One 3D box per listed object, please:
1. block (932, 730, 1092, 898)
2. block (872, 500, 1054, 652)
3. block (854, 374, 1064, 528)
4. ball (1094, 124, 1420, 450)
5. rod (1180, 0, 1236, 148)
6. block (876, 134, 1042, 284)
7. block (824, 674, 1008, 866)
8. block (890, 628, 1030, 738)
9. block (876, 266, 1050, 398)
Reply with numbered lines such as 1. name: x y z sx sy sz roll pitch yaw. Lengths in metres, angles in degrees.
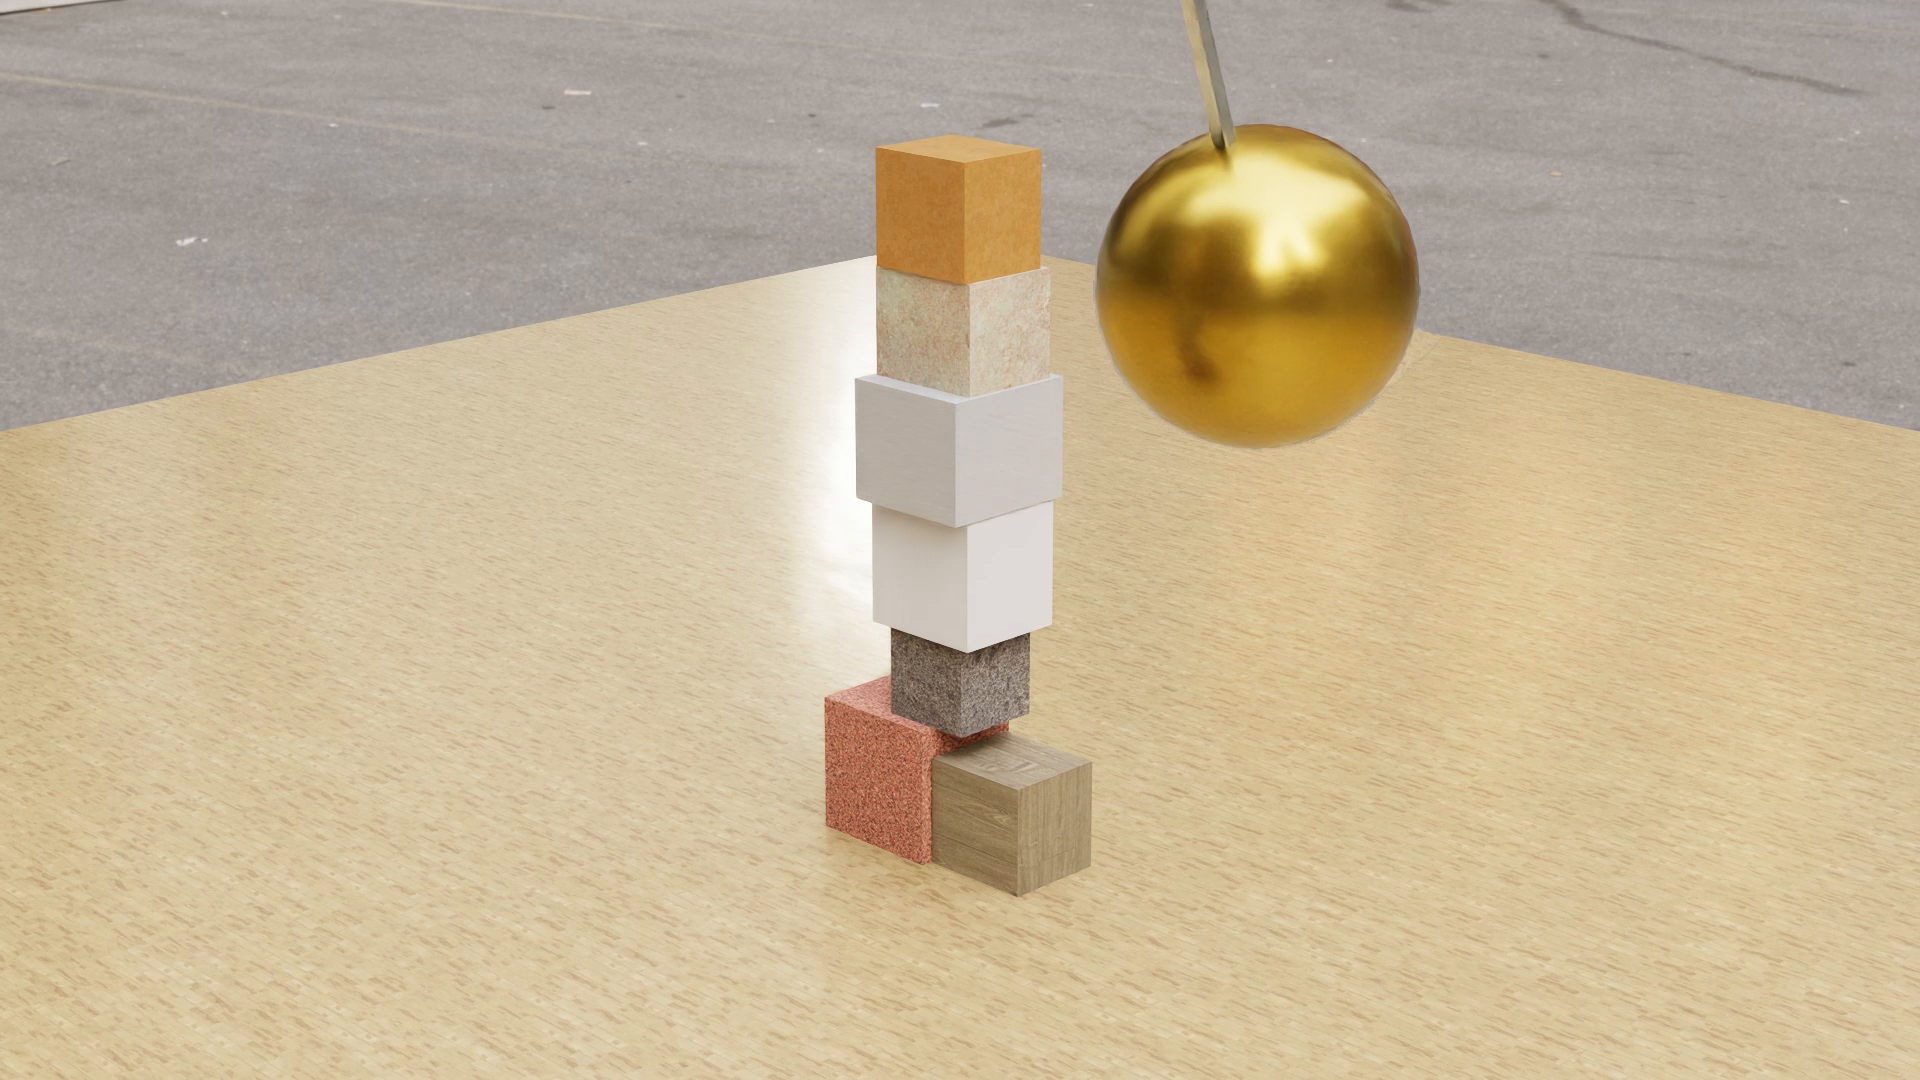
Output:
1. block: 0.238 1.253 13.489 0.489 0.521 0.547 -17 24 -42
2. block: 0.010 0.092 13.381 0.550 0.606 0.616 -17 24 -42
3. block: -0.004 -0.460 13.193 0.682 0.561 0.640 -17 24 -42
4. ball: 1.467 -1.248 14.487 1.600 1.600 1.600 0 17 0
5. rod: 0.636 -4.042 12.738 0.080 5.200 0.080 17 44 42
6. block: -0.007 -1.458 12.876 0.474 0.529 0.549 -17 24 -42
7. block: -0.205 1.061 13.873 0.572 0.658 0.658 -17 24 -42
8. block: 0.002 0.593 13.530 0.450 0.440 0.457 -17 24 -42
9. block: 0.013 -0.972 13.049 0.506 0.502 0.590 -17 24 -42
